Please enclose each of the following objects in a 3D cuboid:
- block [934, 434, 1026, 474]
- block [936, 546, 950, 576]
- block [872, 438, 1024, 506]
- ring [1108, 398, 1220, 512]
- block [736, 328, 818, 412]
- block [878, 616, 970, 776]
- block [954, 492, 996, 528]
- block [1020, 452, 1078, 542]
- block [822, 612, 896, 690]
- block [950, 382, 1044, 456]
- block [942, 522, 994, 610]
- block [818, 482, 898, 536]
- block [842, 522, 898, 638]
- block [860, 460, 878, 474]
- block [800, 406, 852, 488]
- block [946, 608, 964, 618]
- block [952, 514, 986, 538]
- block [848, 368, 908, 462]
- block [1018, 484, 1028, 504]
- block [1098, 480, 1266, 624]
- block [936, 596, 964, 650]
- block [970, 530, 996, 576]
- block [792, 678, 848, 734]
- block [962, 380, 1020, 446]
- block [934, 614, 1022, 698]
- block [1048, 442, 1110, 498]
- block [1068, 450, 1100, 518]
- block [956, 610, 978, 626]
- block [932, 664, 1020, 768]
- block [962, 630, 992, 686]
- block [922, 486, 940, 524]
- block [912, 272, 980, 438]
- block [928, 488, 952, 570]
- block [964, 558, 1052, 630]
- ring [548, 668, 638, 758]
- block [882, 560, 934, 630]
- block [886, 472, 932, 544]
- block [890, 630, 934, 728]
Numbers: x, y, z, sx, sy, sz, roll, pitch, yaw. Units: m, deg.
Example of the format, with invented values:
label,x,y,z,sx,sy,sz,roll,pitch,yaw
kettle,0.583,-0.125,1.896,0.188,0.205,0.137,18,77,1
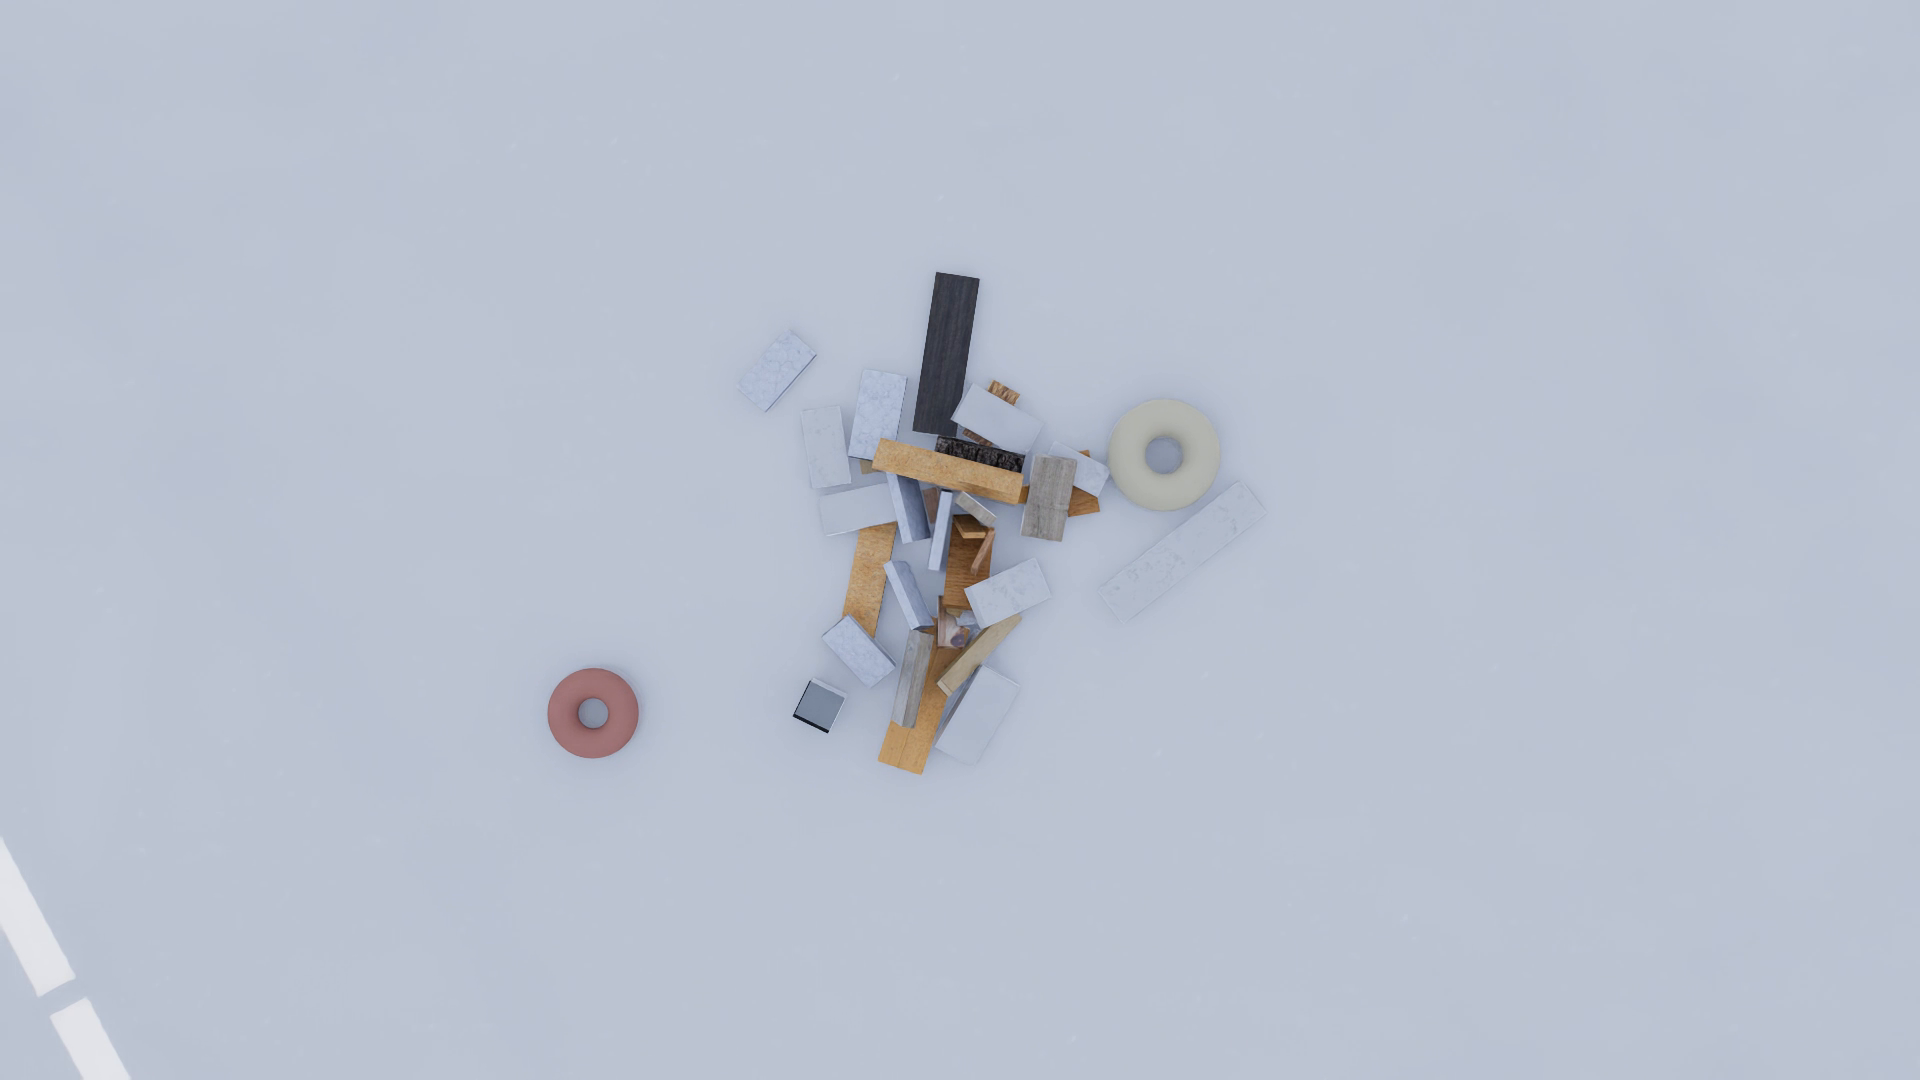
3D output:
label,x,y,z,sx,sy,sz,roll,pitch,yaw
block,0.054,-0.241,5.453,0.294,0.042,0.147,14,112,0
block,-0.038,0.075,5.493,0.047,0.013,0.094,27,90,0
block,-0.038,-0.225,5.373,0.485,0.129,0.037,14,126,0
ring,0.673,-0.280,5.439,0.373,0.124,0.373,0,91,0
block,-0.610,-0.563,5.482,0.129,0.036,0.257,41,90,0
block,-0.120,0.513,5.478,0.154,0.044,0.509,18,90,0
block,0.052,-0.100,5.358,0.141,0.283,0.040,38,92,0
block,0.292,-0.140,5.434,0.139,0.039,0.277,9,108,-4
block,-0.333,0.367,5.451,0.118,0.033,0.236,-39,100,13
block,0.123,-0.391,5.444,0.277,0.039,0.139,28,90,-15
block,0.028,0.089,5.436,0.141,0.040,0.283,7,71,0
block,-0.329,-0.103,5.450,0.258,0.037,0.129,-12,86,10
block,-0.299,0.097,5.483,0.118,0.033,0.530,12,90,0
block,-0.307,-0.280,5.492,0.058,0.016,0.116,-9,90,0
block,-0.445,-0.308,5.482,0.129,0.036,0.257,-9,90,0
block,-0.001,0.207,5.426,0.047,0.013,0.094,27,70,9
block,0.028,-0.046,5.423,0.072,0.144,0.020,-1,115,-16
block,-0.273,-0.408,5.468,0.147,0.042,0.294,10,86,0
block,0.218,-0.153,5.457,0.116,0.016,0.058,-5,113,-26
block,0.737,0.039,5.480,0.600,0.039,0.139,-38,90,0
block,-0.031,0.273,5.444,0.088,0.025,0.175,3,66,-7
block,0.075,0.042,5.394,0.020,0.072,0.144,24,72,6
block,-0.460,0.545,5.435,0.129,0.129,0.129,26,90,0
block,0.103,-0.417,5.485,0.104,0.030,0.209,29,90,0
block,0.061,0.363,5.436,0.360,0.020,0.072,-46,120,-12
block,0.384,-0.234,5.456,0.209,0.030,0.104,27,90,0
block,0.394,-0.188,5.485,0.104,0.030,0.209,-10,90,0
block,0.021,0.194,5.452,0.088,0.025,0.175,-7,68,-4
block,0.053,0.580,5.457,0.154,0.044,0.309,31,90,-17
block,0.042,0.395,5.461,0.088,0.025,0.175,32,86,-32
block,-0.084,-0.116,5.492,0.058,0.016,0.116,-13,90,0
block,-0.046,-0.613,5.479,0.147,0.042,0.533,9,90,0
block,-0.066,-0.036,5.421,0.037,0.129,0.258,10,96,-3
block,0.159,0.173,5.406,0.283,0.040,0.141,-23,90,-33
ring,-1.212,0.573,5.451,0.300,0.100,0.300,0,90,-1
block,-0.168,0.181,5.416,0.033,0.118,0.236,-29,77,20
block,-0.170,-0.123,5.435,0.036,0.129,0.257,-13,90,29
block,-0.155,0.448,5.376,0.044,0.154,0.309,12,90,-16
